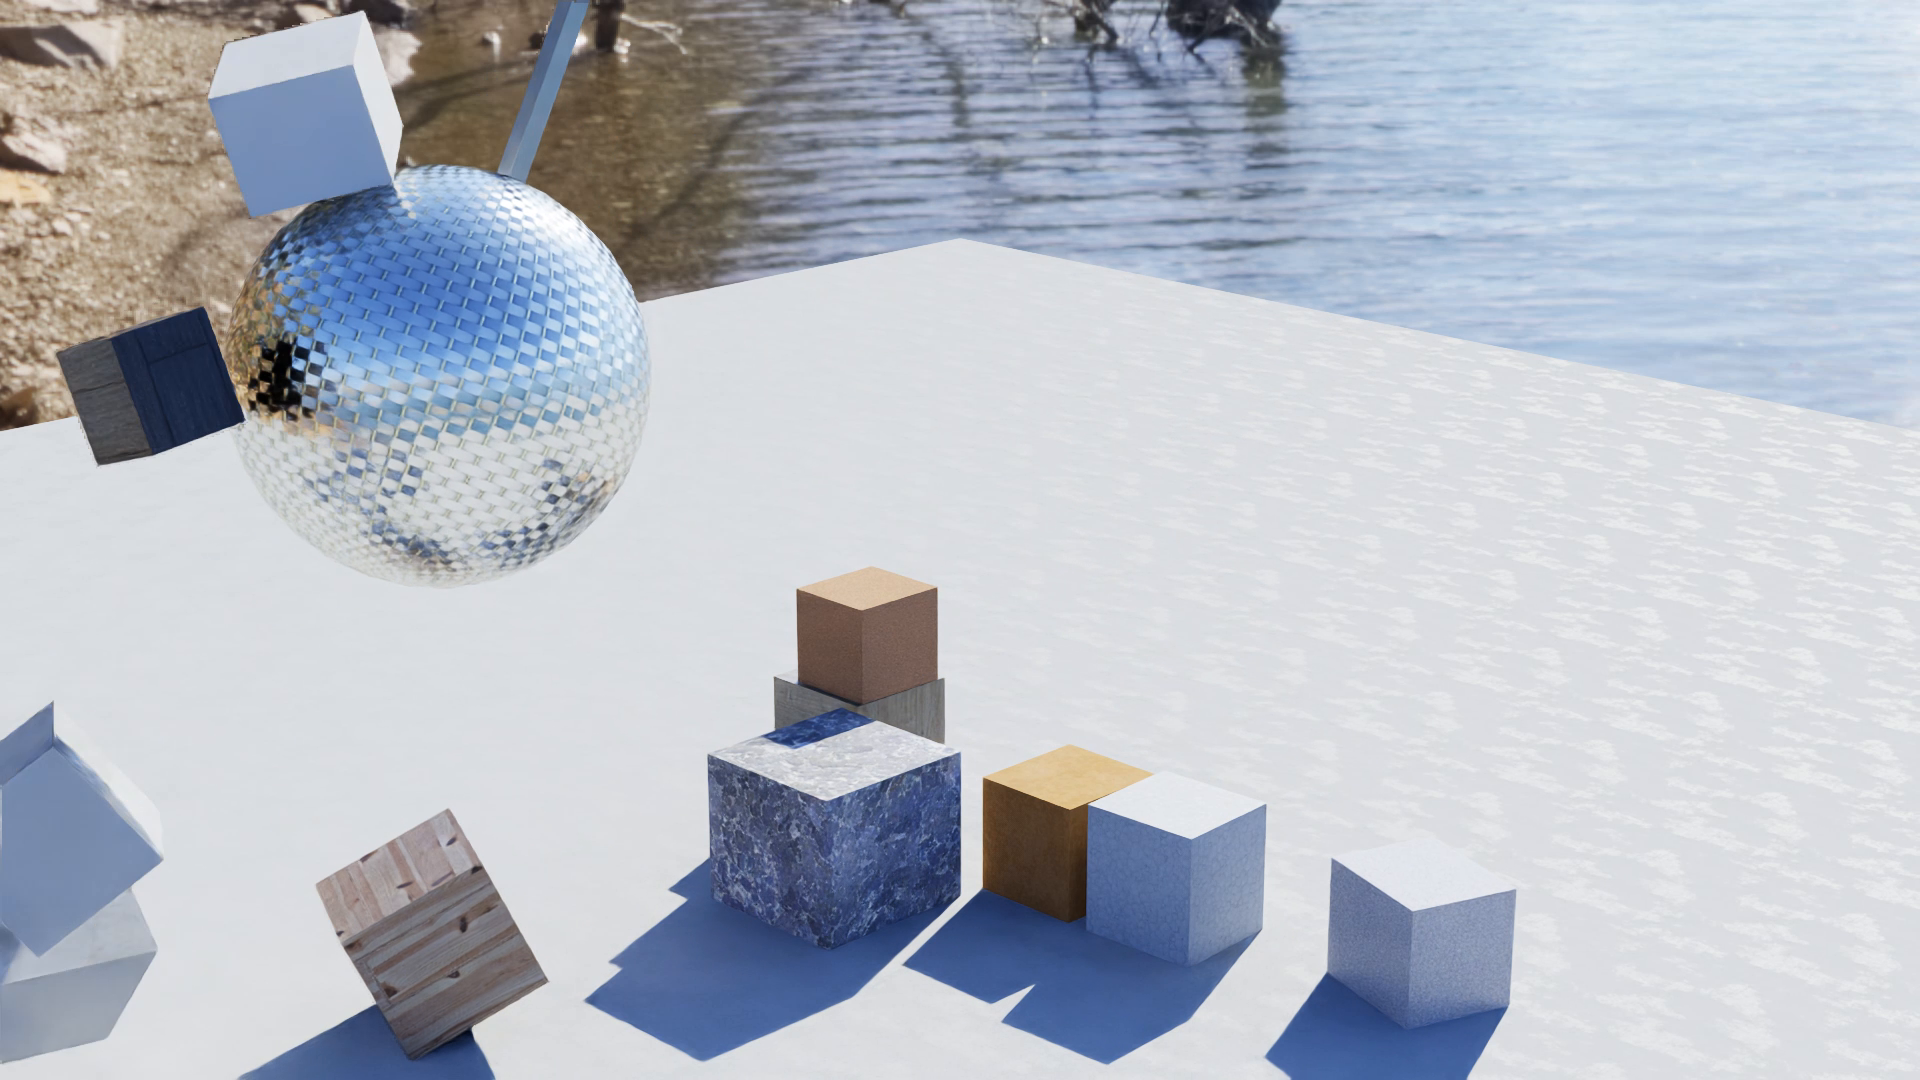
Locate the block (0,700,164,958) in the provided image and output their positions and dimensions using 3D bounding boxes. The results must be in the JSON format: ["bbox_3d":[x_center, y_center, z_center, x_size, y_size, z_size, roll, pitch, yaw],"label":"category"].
[{"bbox_3d":[-3.328,1.048,10.678,0.567,0.591,0.460,-38,24,-2],"label":"block"}]

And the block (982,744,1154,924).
[{"bbox_3d":[0.493,1.318,13.248,0.533,0.542,0.574,17,24,42],"label":"block"}]

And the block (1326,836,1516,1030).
[{"bbox_3d":[1.923,1.635,12.259,0.509,0.531,0.604,-8,19,-24],"label":"block"}]

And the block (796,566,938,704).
[{"bbox_3d":[-0.439,0.447,13.914,0.490,0.464,0.454,-17,24,-42],"label":"block"}]

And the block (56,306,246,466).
[{"bbox_3d":[-2.846,-0.540,10.311,0.377,0.425,0.426,-27,14,-40],"label":"block"}]

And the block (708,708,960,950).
[{"bbox_3d":[-0.558,1.276,13.118,0.779,0.699,0.813,17,24,42],"label":"block"}]

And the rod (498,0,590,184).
[{"bbox_3d":[-0.852,-3.824,11.247,0.080,5.200,0.080,17,-4,42],"label":"rod"}]

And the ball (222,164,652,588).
[{"bbox_3d":[-1.967,-0.616,11.086,1.600,1.600,1.600,0,17,0],"label":"ball"}]

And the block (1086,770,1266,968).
[{"bbox_3d":[0.943,1.429,12.802,0.567,0.598,0.531,15,23,40],"label":"block"}]

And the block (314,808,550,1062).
[{"bbox_3d":[-2.148,1.595,11.907,0.622,0.618,0.599,-30,25,-11],"label":"block"}]

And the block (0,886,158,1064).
[{"bbox_3d":[-3.611,1.509,11.292,0.626,0.675,0.736,-9,58,-41],"label":"block"}]

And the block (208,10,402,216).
[{"bbox_3d":[-2.401,-1.575,10.805,0.535,0.471,0.557,-13,31,1],"label":"block"}]

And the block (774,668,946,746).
[{"bbox_3d":[-0.482,0.974,14.130,0.570,0.670,0.590,-17,24,-42],"label":"block"}]
